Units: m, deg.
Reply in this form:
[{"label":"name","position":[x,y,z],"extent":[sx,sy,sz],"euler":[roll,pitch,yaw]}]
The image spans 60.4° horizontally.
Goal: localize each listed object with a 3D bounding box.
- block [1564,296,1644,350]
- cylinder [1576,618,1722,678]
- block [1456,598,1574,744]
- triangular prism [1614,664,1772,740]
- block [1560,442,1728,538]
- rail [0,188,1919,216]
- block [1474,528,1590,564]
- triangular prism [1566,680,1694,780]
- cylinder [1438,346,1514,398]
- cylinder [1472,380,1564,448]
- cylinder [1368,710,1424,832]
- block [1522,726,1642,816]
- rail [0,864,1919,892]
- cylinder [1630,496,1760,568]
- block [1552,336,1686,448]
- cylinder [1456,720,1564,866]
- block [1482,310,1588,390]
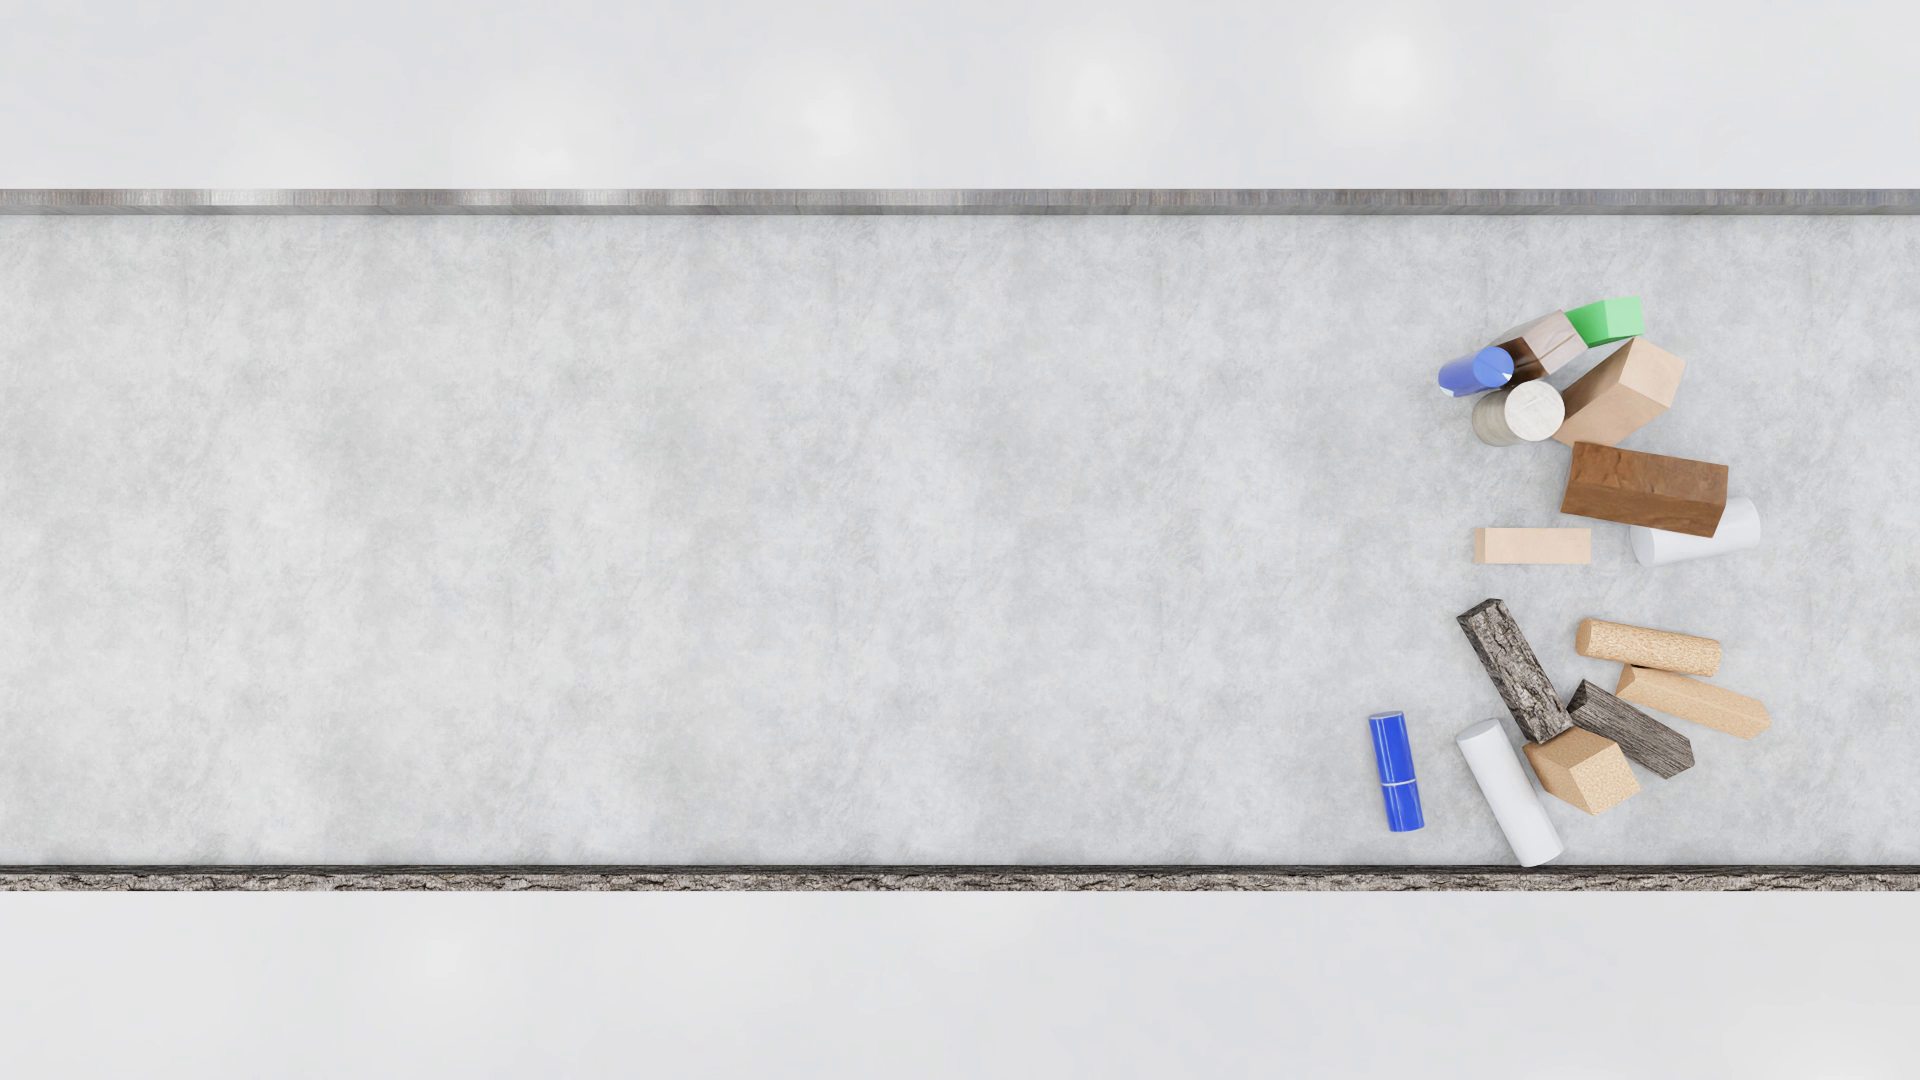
[{"label":"block","position":[1.842,-0.624,4.857],"extent":[0.108,0.428,0.108],"euler":[-7,90,-8]},{"label":"cylinder","position":[2.093,0.327,5.019],"extent":[0.397,0.117,0.117],"euler":[10,90,0]},{"label":"block","position":[1.687,0.397,5.016],"extent":[0.121,0.121,0.434],"euler":[-30,90,0]},{"label":"triangular prism","position":[2.239,0.488,5.020],"extent":[0.434,0.108,0.125],"euler":[18,90,0]},{"label":"block","position":[2.035,-0.151,4.914],"extent":[0.432,0.155,0.155],"euler":[11,54,16]},{"label":"rail","position":[-2.247,-1.025,5.002],"extent":[12.000,0.150,0.050],"euler":[0,90,0]},{"label":"block","position":[1.742,0.018,5.023],"extent":[0.318,0.107,0.107],"euler":[0,90,0]},{"label":"triangular prism","position":[2.044,0.581,5.012],"extent":[0.373,0.123,0.142],"euler":[30,90,0]},{"label":"cylinder","position":[1.529,-0.497,4.902],"extent":[0.117,0.348,0.117],"euler":[0,90,0]},{"label":"cylinder","position":[1.660,-0.373,4.918],"extent":[0.173,0.315,0.173],"euler":[0,90,0]},{"label":"cylinder","position":[1.329,0.703,5.023],"extent":[0.107,0.107,0.351],"euler":[-11,90,0]},{"label":"block","position":[1.836,0.675,4.888],"extent":[0.156,0.370,0.156],"euler":[-29,93,0]},{"label":"rail","position":[-2.247,1.025,5.001],"extent":[12.000,0.150,0.050],"euler":[0,90,0]},{"label":"cylinder","position":[2.224,-0.026,4.994],"extent":[0.321,0.165,0.165],"euler":[-10,90,0]},{"label":"block","position":[1.925,-0.414,4.854],"extent":[0.162,0.416,0.162],"euler":[27,71,0]},{"label":"cylinder","position":[1.668,0.767,5.006],"extent":[0.140,0.140,0.429],"euler":[-27,90,0]},{"label":"block","position":[1.683,-0.559,4.873],"extent":[0.135,0.406,0.135],"euler":[-35,90,-1]}]
